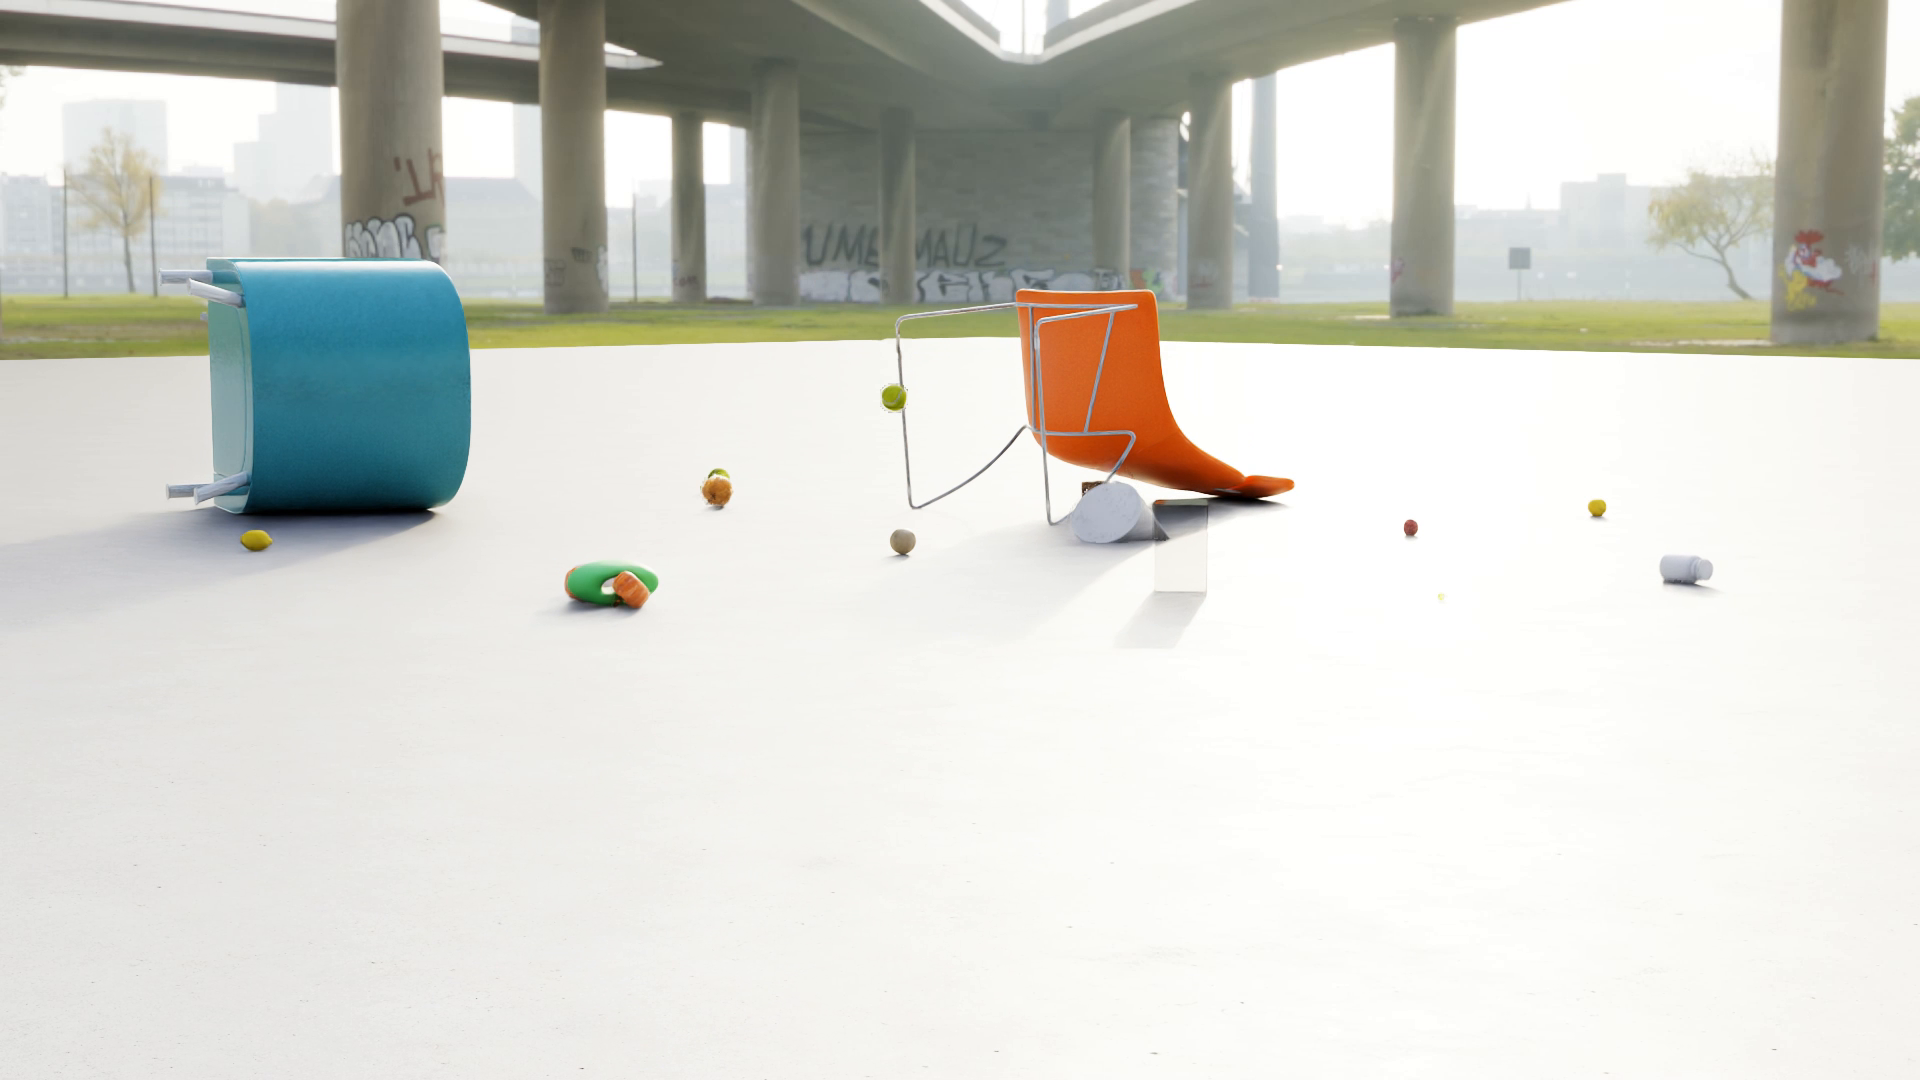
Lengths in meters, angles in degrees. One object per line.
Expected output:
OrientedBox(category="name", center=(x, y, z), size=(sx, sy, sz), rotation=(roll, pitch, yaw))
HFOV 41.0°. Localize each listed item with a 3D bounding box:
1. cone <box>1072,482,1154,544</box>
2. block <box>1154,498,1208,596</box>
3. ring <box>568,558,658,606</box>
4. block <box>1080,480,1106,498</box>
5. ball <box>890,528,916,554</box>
OrientedBox(category="cone", center=(0.446, -0.037, 6.403), size=(0.234, 0.158, 0.238), rotation=(20, -18, -39))
OrientedBox(category="block", center=(0.459, 0.015, 5.341), size=(0.109, 0.189, 0.136), rotation=(0, 6, 4))
OrientedBox(category="ring", center=(-0.696, 0.085, 5.156), size=(0.208, 0.091, 0.069), rotation=(-3, 19, -41))
OrientedBox(category="block", center=(0.366, -0.108, 6.958), size=(0.066, 0.102, 0.038), rotation=(-4, 7, -35))
OrientedBox(category="ball", center=(-0.135, 0.002, 6.079), size=(0.064, 0.064, 0.064), rotation=(0, 6, 0))
